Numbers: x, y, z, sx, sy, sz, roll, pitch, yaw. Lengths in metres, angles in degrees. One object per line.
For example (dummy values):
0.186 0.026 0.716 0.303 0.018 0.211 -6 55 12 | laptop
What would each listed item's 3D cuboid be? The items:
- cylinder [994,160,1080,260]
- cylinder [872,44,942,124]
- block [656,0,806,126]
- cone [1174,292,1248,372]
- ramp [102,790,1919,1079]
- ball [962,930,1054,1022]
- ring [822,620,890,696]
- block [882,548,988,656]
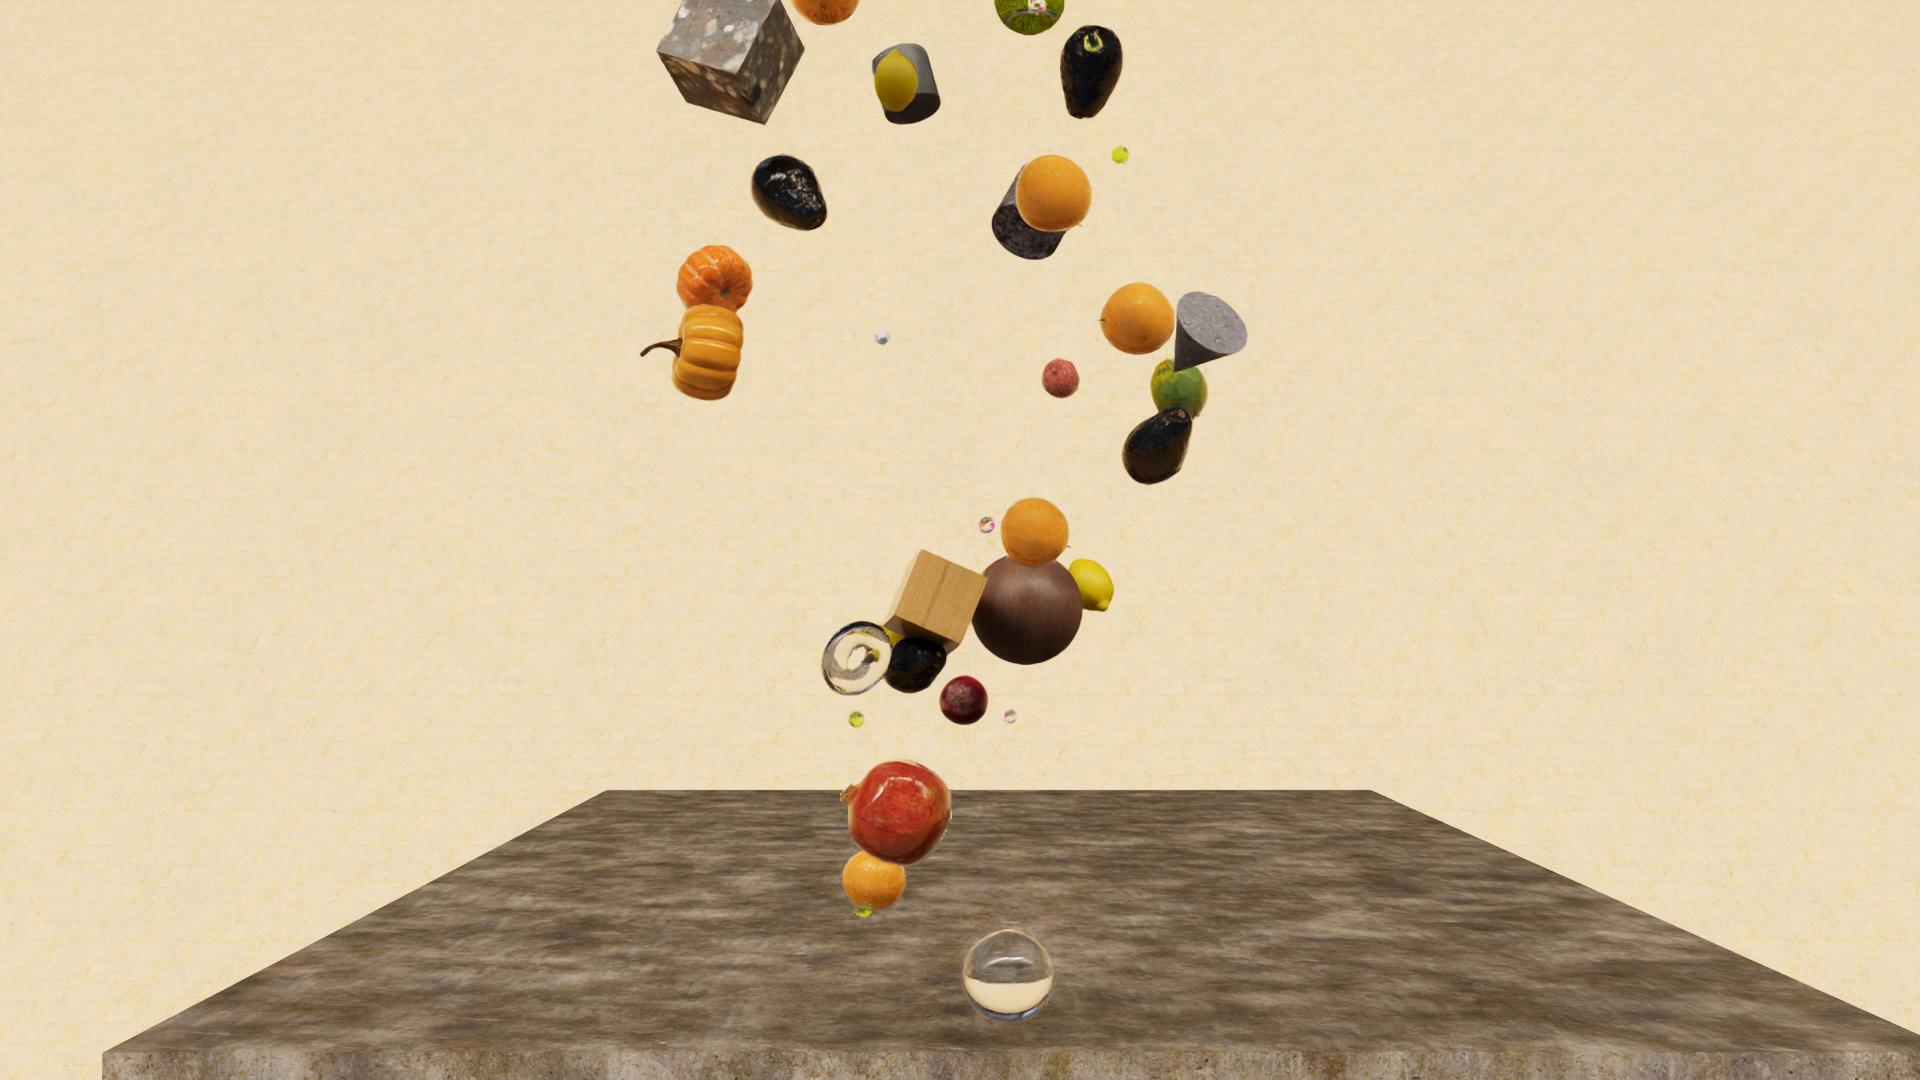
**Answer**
0.076 -0.325 2.553 0.070 0.070 0.070 10 58 14 | cylinder
-0.055 -0.465 2.649 0.059 0.059 0.059 -10 69 -14 | cylinder
-0.205 -0.440 2.331 0.084 0.084 0.084 19 73 21 | block
0.242 -0.200 2.702 0.083 0.083 0.083 17 47 -19 | cone
0.075 0.653 4.795 2.000 0.100 4.000 0 -1 0 | ramp
0.053 0.477 2.840 0.099 0.099 0.099 0 34 0 | ball
-0.112 0.128 2.816 0.087 0.087 0.029 -25 28 -32 | ring
-0.028 0.069 2.867 0.080 0.080 0.080 24 75 -6 | block
